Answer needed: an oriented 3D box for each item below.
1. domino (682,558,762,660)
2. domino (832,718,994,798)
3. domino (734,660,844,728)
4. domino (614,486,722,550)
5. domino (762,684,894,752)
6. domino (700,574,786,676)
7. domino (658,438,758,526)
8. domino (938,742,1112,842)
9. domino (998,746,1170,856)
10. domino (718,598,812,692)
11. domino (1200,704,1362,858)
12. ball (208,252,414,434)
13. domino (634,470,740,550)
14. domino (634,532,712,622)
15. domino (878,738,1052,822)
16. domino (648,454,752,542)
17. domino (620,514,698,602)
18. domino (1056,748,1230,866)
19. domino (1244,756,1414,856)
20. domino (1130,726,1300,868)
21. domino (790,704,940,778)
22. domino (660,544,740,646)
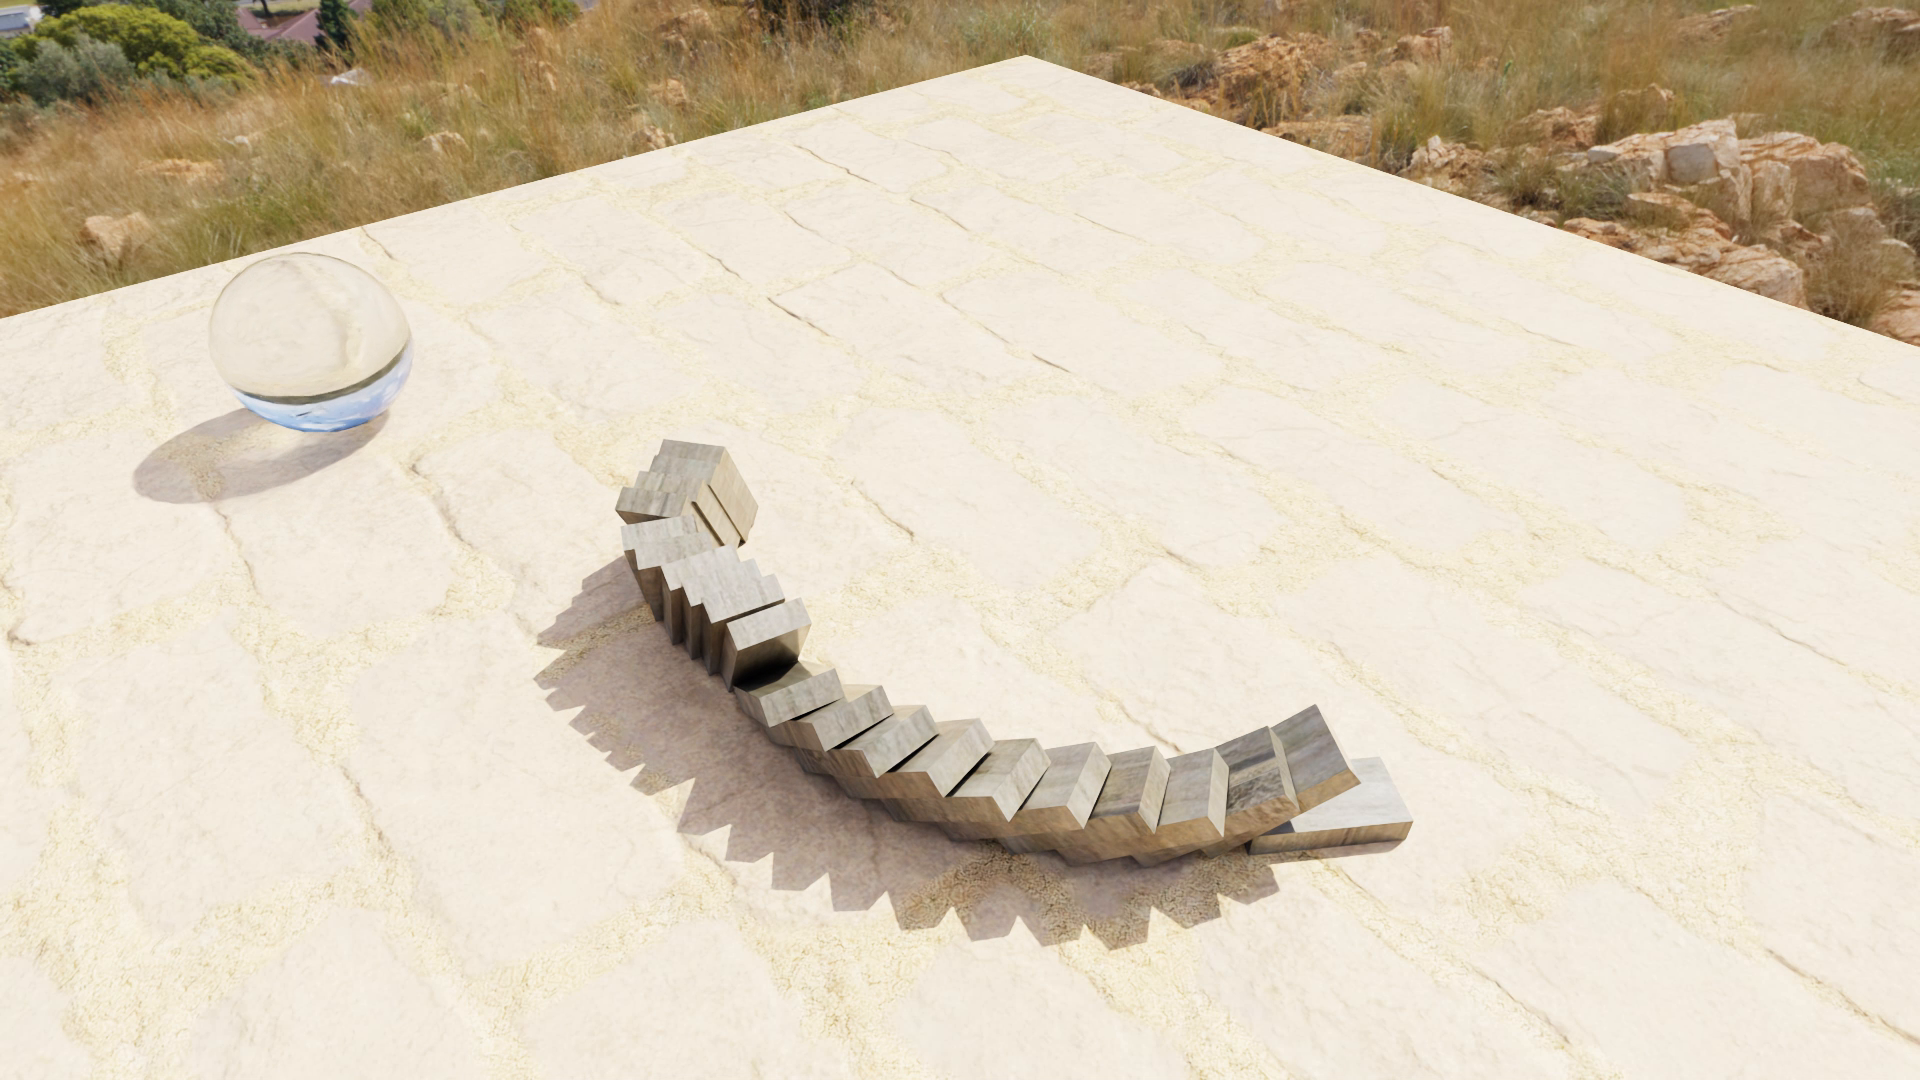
[{"bbox_3d":[-0.083,0.025,0.382,0.025,0.050,0.010,-19,69,-22],"label":"domino"},{"bbox_3d":[-0.015,0.068,0.338,0.050,0.010,0.025,-17,18,50],"label":"domino"},{"bbox_3d":[-0.057,0.049,0.359,0.025,0.010,0.050,-20,4,-20],"label":"domino"},{"bbox_3d":[-0.108,-0.003,0.416,0.025,0.050,0.009,8,66,9],"label":"domino"},{"bbox_3d":[-0.044,0.056,0.352,0.025,0.009,0.050,-26,6,-28],"label":"domino"},{"bbox_3d":[-0.075,0.030,0.376,0.025,0.050,0.010,-19,69,-22],"label":"domino"},{"bbox_3d":[-0.100,-0.022,0.439,0.025,0.050,0.009,8,66,9],"label":"domino"},{"bbox_3d":[0.019,0.076,0.329,0.050,0.009,0.025,-18,25,39],"label":"domino"},{"bbox_3d":[0.036,0.078,0.327,0.050,0.009,0.025,-20,27,35],"label":"domino"},{"bbox_3d":[-0.066,0.036,0.369,0.025,0.050,0.009,-20,74,-22],"label":"domino"},{"bbox_3d":[0.092,0.073,0.331,0.050,0.010,0.025,-33,36,17],"label":"domino"},{"bbox_3d":[-0.291,-0.088,0.496,0.080,0.080,0.080,0,39,0],"label":"ball"},{"bbox_3d":[-0.104,-0.009,0.423,0.025,0.050,0.010,8,66,9],"label":"domino"},{"bbox_3d":[-0.100,0.014,0.395,0.025,0.050,0.010,-11,68,-13],"label":"domino"},{"bbox_3d":[0.001,0.073,0.333,0.050,0.009,0.025,-14,23,45],"label":"domino"},{"bbox_3d":[-0.101,-0.015,0.431,0.025,0.050,0.009,8,66,9],"label":"domino"},{"bbox_3d":[-0.107,0.008,0.403,0.025,0.050,0.009,-10,67,-11],"label":"domino"},{"bbox_3d":[0.054,0.079,0.325,0.050,0.010,0.025,-22,29,31],"label":"domino"},{"bbox_3d":[0.111,0.083,0.343,0.050,0.010,0.025,-4,40,-5],"label":"domino"},{"bbox_3d":[0.073,0.077,0.328,0.050,0.009,0.025,-29,34,23],"label":"domino"},{"bbox_3d":[-0.031,0.062,0.344,0.025,0.010,0.050,-32,9,-33],"label":"domino"},{"bbox_3d":[-0.091,0.020,0.388,0.025,0.050,0.010,-19,69,-22],"label":"domino"}]
